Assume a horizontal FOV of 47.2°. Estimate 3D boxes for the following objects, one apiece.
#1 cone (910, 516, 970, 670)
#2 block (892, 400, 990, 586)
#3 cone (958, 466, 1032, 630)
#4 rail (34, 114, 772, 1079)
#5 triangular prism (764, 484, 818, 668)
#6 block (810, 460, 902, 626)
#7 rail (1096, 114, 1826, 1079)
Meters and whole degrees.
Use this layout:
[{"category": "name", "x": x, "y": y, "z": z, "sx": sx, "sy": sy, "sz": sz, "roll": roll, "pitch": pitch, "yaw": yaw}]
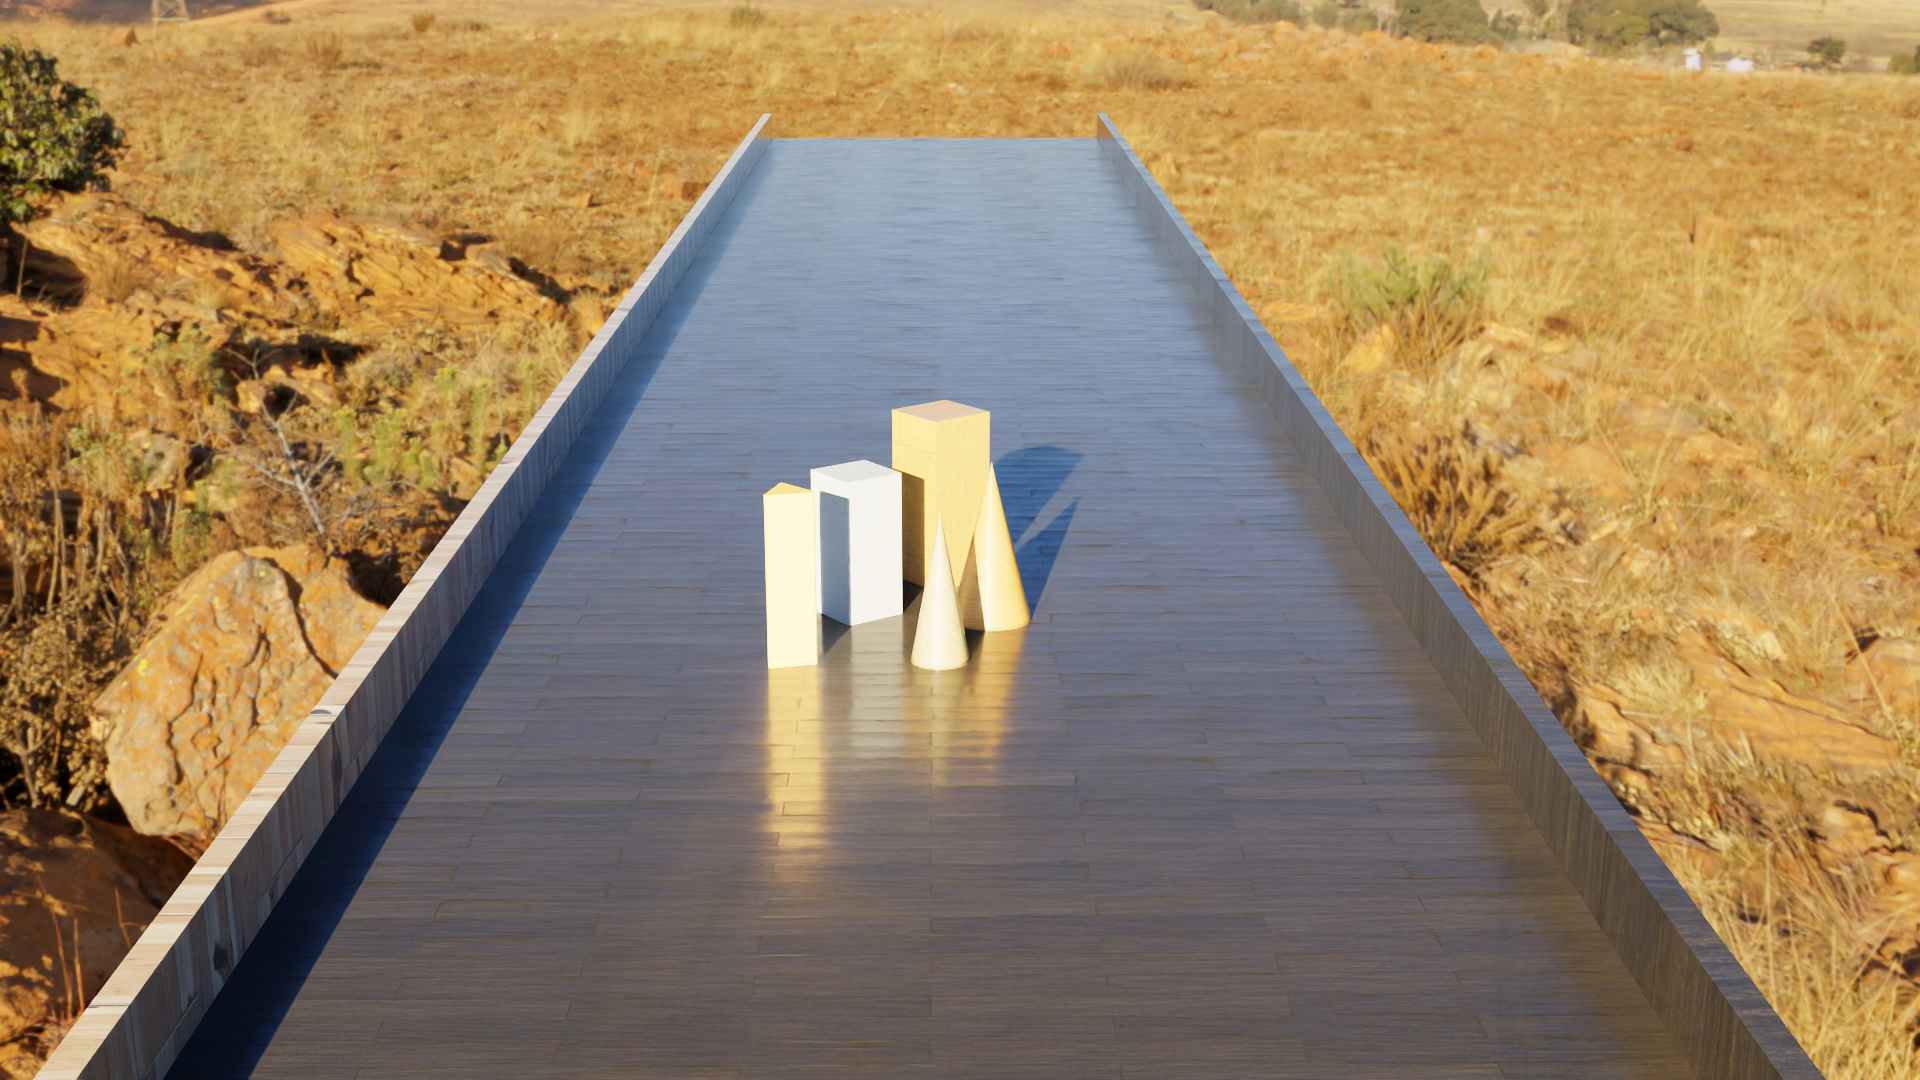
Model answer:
[{"category": "cone", "x": -0.039, "y": 0.092, "z": 4.374, "sx": 0.120, "sy": 0.310, "sz": 0.120, "roll": 0, "pitch": 17, "yaw": 0}, {"category": "block", "x": -0.042, "y": -0.101, "z": 4.893, "sx": 0.152, "sy": 0.384, "sz": 0.152, "roll": -13, "pitch": 21, "yaw": -38}, {"category": "cone", "x": 0.066, "y": 0.002, "z": 4.622, "sx": 0.172, "sy": 0.341, "sz": 0.172, "roll": 0, "pitch": 17, "yaw": 0}, {"category": "rail", "x": -1.118, "y": -0.838, "z": 7.780, "sx": 0.050, "sy": 0.150, "sz": 12.000, "roll": 0, "pitch": 17, "yaw": -1}, {"category": "triangular prism", "x": -0.343, "y": 0.069, "z": 4.371, "sx": 0.098, "sy": 0.356, "sz": 0.085, "roll": -4, "pitch": 17, "yaw": -14}, {"category": "block", "x": -0.219, "y": 0.004, "z": 4.666, "sx": 0.137, "sy": 0.311, "sz": 0.137, "roll": -12, "pitch": 20, "yaw": -35}, {"category": "rail", "x": 0.932, "y": -0.844, "z": 7.801, "sx": 0.050, "sy": 0.150, "sz": 12.000, "roll": 0, "pitch": 17, "yaw": -1}]
